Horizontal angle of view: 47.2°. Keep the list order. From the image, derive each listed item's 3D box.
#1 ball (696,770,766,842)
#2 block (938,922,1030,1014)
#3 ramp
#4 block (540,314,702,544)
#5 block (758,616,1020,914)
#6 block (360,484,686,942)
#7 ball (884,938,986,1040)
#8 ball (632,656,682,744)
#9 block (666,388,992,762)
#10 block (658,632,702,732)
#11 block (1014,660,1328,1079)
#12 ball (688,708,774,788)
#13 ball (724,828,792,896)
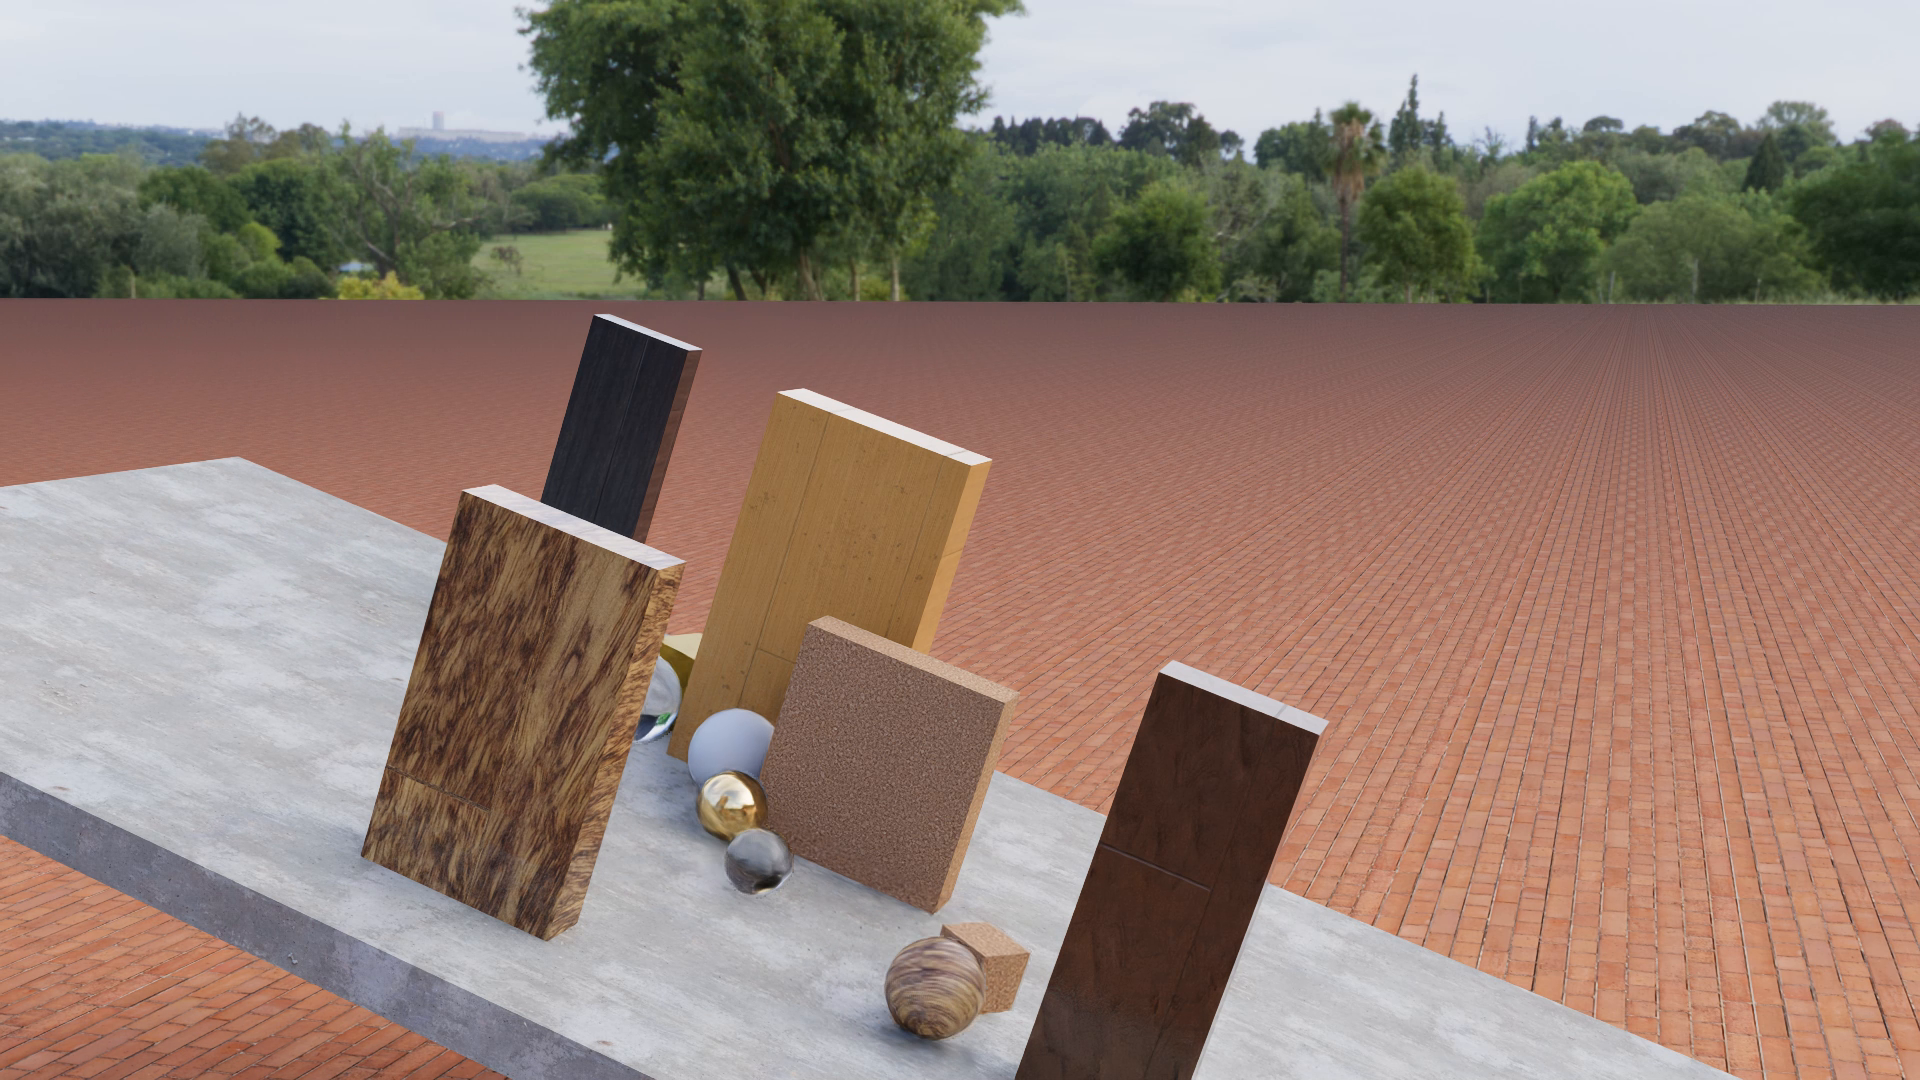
[{"bbox_3d":[-0.434,0.505,4.177,0.134,0.134,0.134,0,7,0],"label":"ball"},{"bbox_3d":[0.029,0.746,3.830,0.114,0.114,0.114,6,17,-46],"label":"block"},{"bbox_3d":[-0.348,0.650,4.220,4.000,0.100,2.000,21,12,14],"label":"ramp"},{"bbox_3d":[-0.831,-0.155,5.176,0.251,0.705,0.081,21,12,14],"label":"block"},{"bbox_3d":[-0.153,0.427,4.210,0.410,0.438,0.107,21,12,14],"label":"block"},{"bbox_3d":[-0.710,0.277,3.557,0.356,0.644,0.106,21,12,14],"label":"block"},{"bbox_3d":[-0.042,0.739,3.627,0.166,0.166,0.166,0,7,0],"label":"ball"},{"bbox_3d":[-0.668,0.320,4.515,0.194,0.194,0.194,0,7,0],"label":"ball"},{"bbox_3d":[-0.270,0.140,4.472,0.426,0.791,0.147,21,12,14],"label":"block"},{"bbox_3d":[-0.573,0.314,4.749,0.167,0.167,0.167,25,13,27],"label":"block"},{"bbox_3d":[0.330,0.585,3.494,0.263,0.735,0.109,21,12,14],"label":"block"},{"bbox_3d":[-0.445,0.430,4.365,0.190,0.190,0.190,0,7,0],"label":"ball"},{"bbox_3d":[-0.364,0.581,3.967,0.122,0.122,0.122,0,7,0],"label":"ball"}]
